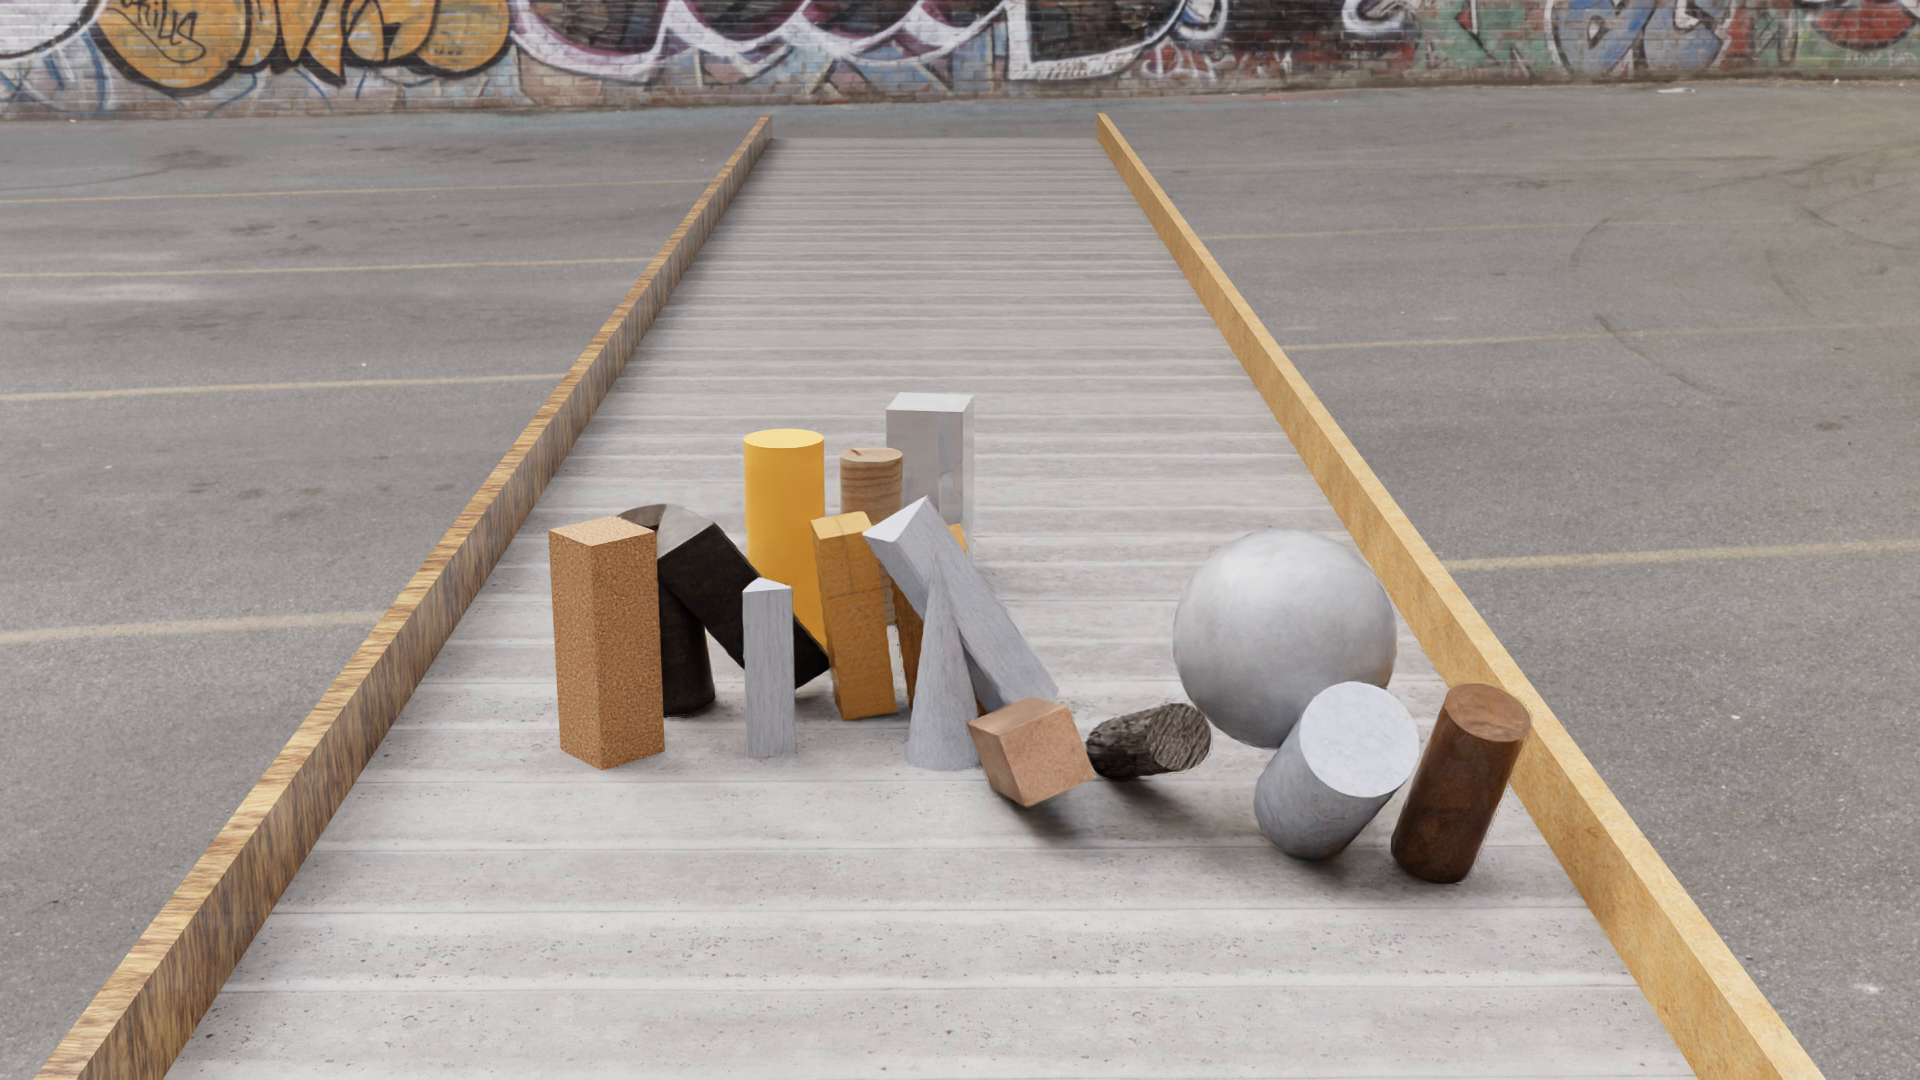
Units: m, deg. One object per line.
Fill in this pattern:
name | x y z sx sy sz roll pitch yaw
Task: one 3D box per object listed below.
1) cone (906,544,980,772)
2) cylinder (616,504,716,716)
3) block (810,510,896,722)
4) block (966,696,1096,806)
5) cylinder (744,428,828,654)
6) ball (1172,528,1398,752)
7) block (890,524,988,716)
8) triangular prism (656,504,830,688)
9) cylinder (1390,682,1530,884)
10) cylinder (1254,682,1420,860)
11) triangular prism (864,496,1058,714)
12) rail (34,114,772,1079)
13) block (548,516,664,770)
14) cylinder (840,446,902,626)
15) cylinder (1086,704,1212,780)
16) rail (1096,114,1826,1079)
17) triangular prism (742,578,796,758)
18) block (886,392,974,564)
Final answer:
cone | -0.032 0.189 3.846 0.146 0.411 0.146 -2 23 1
cylinder | -0.552 0.130 4.115 0.138 0.371 0.138 -6 17 2
block | -0.197 0.142 4.075 0.102 0.368 0.102 -10 22 -10
block | 0.113 0.345 3.629 0.122 0.122 0.307 -22 3 -9
cylinder | -0.344 0.020 4.360 0.157 0.456 0.157 0 17 0
ball | 0.533 0.164 3.617 0.367 0.367 0.367 0 17 0
block | -0.043 0.158 4.071 0.145 0.330 0.145 -9 21 -2
triangular prism | -0.413 0.103 4.089 0.142 0.433 0.123 -32 40 6
cylinder | 0.768 0.377 3.386 0.132 0.300 0.132 7 36 -5
cylinder | 0.575 0.361 3.392 0.179 0.179 0.338 -2 -23 -6
triangular prism | 0.020 0.136 3.949 0.116 0.457 0.134 -41 21 -17
rail | -1.118 -0.838 7.780 0.050 0.150 12.000 0 17 -1
block | -0.625 0.181 3.895 0.134 0.412 0.134 -14 22 -40
cylinder | -0.185 -0.006 4.620 0.131 0.358 0.131 0 17 0
cylinder | 0.306 0.336 3.628 0.105 0.105 0.418 -3 -7 -10
rail | 0.932 -0.844 7.801 0.050 0.150 12.000 0 17 -1
triangular prism | -0.347 0.225 3.925 0.088 0.311 0.076 -5 17 -15
block | -0.065 -0.112 4.903 0.169 0.400 0.169 2 17 8
